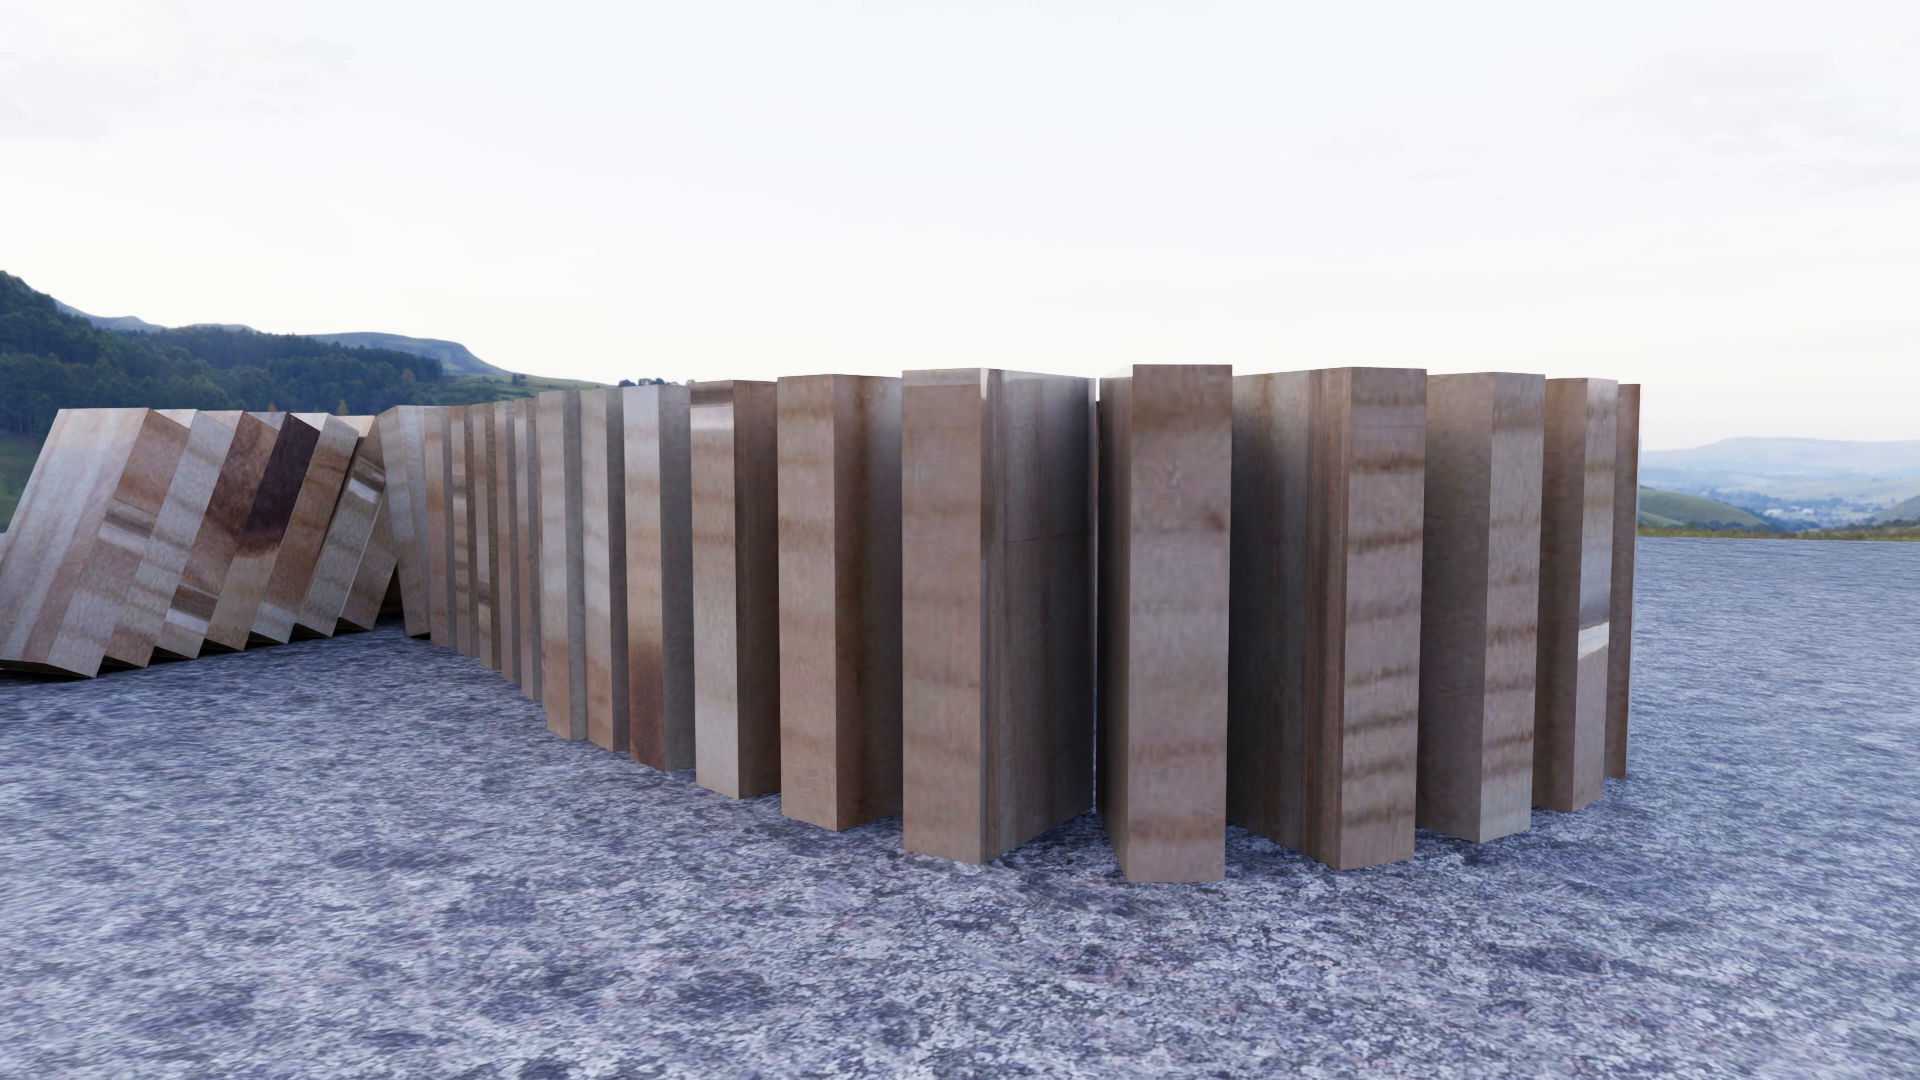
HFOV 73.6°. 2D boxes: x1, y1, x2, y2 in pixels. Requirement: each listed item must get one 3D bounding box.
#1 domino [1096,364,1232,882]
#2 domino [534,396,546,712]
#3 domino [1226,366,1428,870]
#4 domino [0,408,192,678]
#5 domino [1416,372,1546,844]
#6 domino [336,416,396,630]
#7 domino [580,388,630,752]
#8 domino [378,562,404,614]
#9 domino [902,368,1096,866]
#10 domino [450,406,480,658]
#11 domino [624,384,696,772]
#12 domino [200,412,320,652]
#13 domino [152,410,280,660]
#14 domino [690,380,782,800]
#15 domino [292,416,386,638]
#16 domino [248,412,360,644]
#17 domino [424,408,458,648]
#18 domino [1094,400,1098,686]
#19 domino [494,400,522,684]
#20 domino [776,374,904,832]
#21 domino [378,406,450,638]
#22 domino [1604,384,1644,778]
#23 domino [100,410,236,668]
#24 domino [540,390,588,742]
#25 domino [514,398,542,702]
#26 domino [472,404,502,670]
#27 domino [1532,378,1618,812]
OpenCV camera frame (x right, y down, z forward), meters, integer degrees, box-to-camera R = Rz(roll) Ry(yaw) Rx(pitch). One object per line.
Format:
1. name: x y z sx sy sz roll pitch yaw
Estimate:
1. domino: 0.021 0.007 0.135 0.009 0.050 0.025 0 4 -1
2. domino: -0.054 0.002 0.206 0.025 0.050 0.009 -2 5 -29
3. domino: 0.037 0.007 0.139 0.009 0.050 0.025 -2 5 -23
4. domino: -0.167 0.000 0.242 0.025 0.050 0.010 2 -21 21
5. domino: 0.052 0.006 0.148 0.009 0.050 0.025 -3 5 -35
6. domino: -0.143 -0.004 0.301 0.025 0.050 0.009 2 -22 22
7. domino: -0.041 0.004 0.187 0.025 0.050 0.009 -3 5 -37
8. domino: -0.133 0.008 0.328 0.025 0.010 0.050 -26 -5 19
9. domino: 0.005 0.007 0.141 0.010 0.050 0.025 3 5 33
10. domino: -0.090 -0.002 0.264 0.025 0.050 0.010 -3 5 -36
11. domino: -0.032 0.004 0.176 0.025 0.050 0.009 -4 6 -41
12. domino: -0.156 -0.002 0.272 0.025 0.050 0.010 2 -21 21
13. domino: -0.160 -0.002 0.262 0.025 0.050 0.009 2 -21 21
14. domino: -0.021 0.005 0.164 0.025 0.050 0.010 -4 6 -43
15. domino: -0.147 -0.004 0.292 0.025 0.050 0.010 2 -22 21
16. domino: -0.152 -0.003 0.282 0.025 0.050 0.010 2 -21 21
17. domino: -0.101 -0.003 0.277 0.025 0.050 0.010 -4 6 -43
18. domino: 0.025 0.000 0.238 0.009 0.050 0.025 -1 4 -11
19. domino: -0.071 0.000 0.235 0.025 0.050 0.010 -3 5 -31
20. domino: -0.009 0.006 0.151 0.009 0.050 0.025 4 6 43
21. domino: -0.114 -0.005 0.291 0.010 0.050 0.025 -12 -5 40
22. domino: 0.076 0.005 0.172 0.025 0.050 0.010 2 5 30
23. domino: -0.164 -0.001 0.252 0.025 0.050 0.009 2 -21 21
24. domino: -0.049 0.003 0.193 0.025 0.050 0.009 -3 5 -37
25. domino: -0.062 0.001 0.221 0.025 0.050 0.010 -2 5 -30
26. domino: -0.080 -0.001 0.250 0.025 0.050 0.010 -3 5 -34
27. domino: 0.065 0.006 0.159 0.010 0.050 0.025 -4 6 -44
